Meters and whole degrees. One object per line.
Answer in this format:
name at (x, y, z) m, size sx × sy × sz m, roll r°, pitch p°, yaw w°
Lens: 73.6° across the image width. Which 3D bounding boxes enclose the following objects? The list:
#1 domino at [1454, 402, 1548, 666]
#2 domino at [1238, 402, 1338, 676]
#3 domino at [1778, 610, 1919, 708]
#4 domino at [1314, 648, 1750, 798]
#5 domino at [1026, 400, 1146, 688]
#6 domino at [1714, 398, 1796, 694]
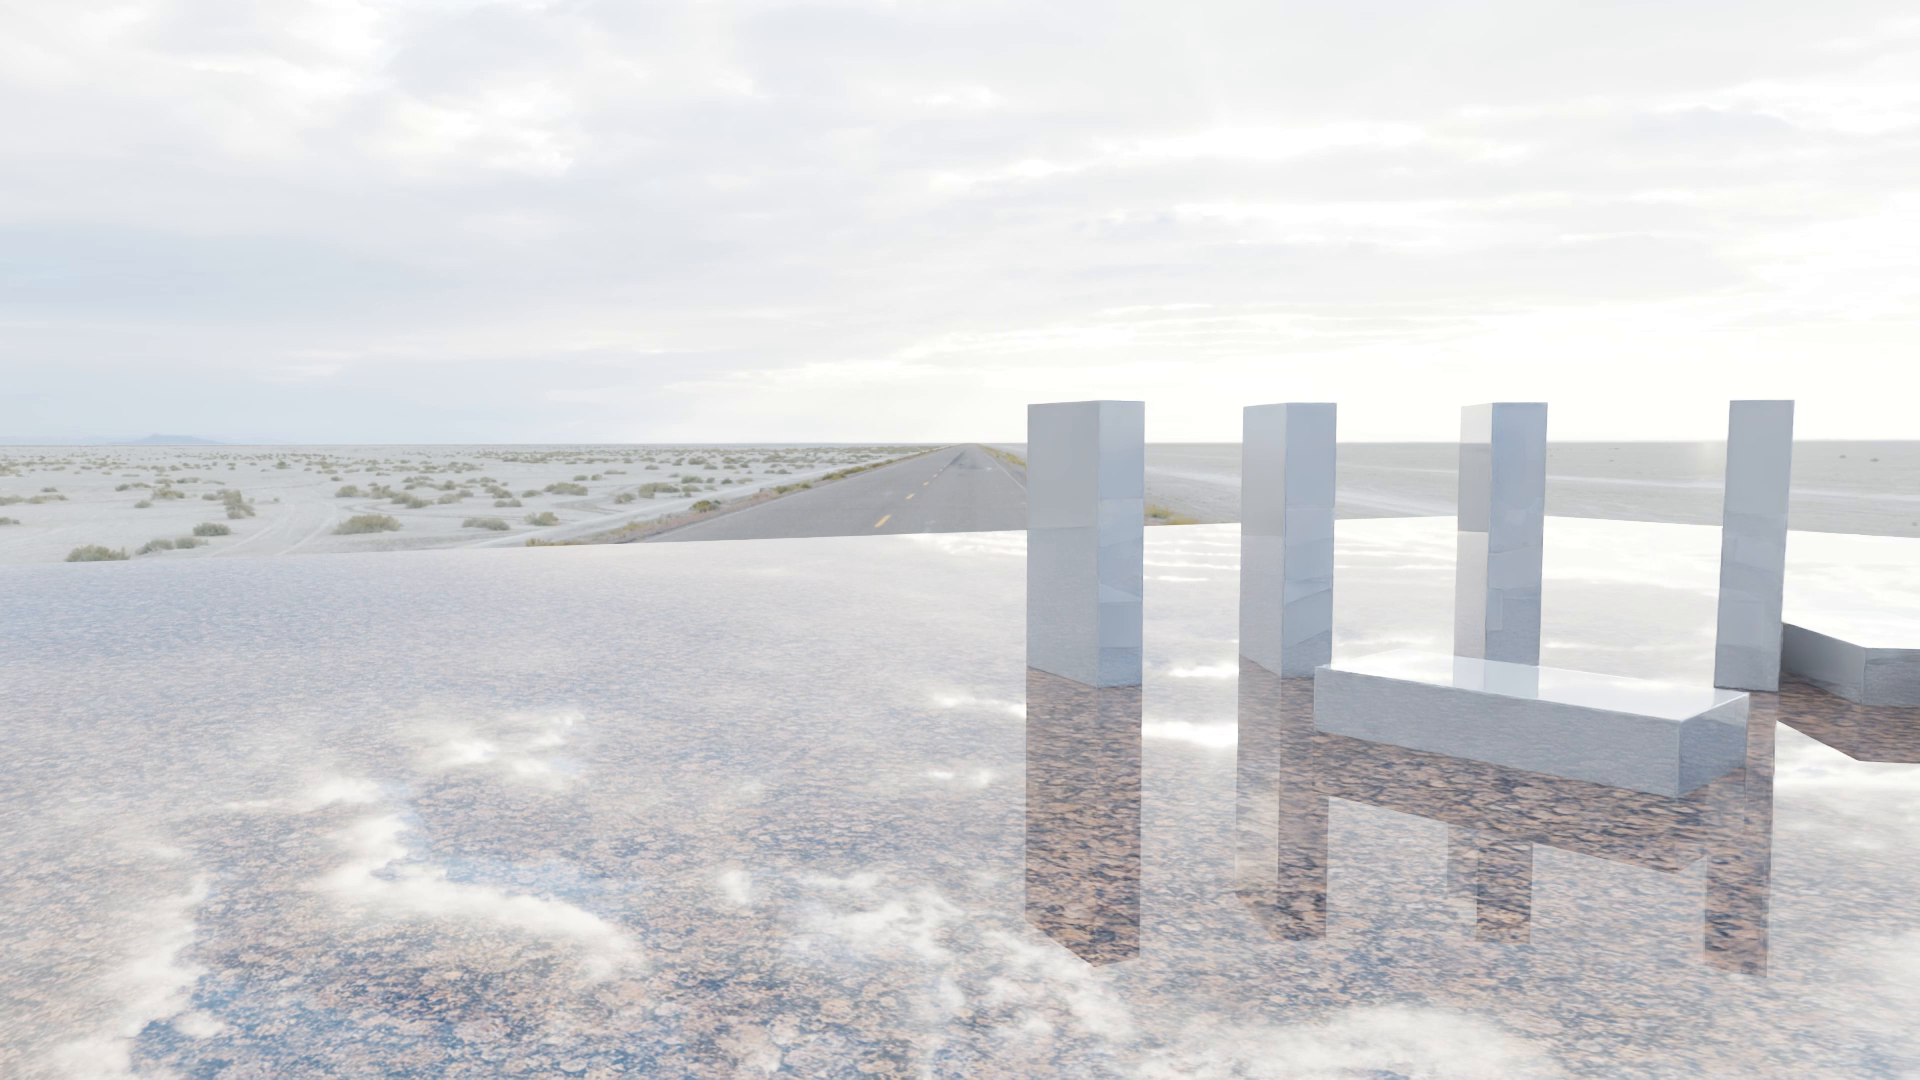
domino at (0.103, -0.001, 0.245) m, size 0.010 × 0.050 × 0.025 m, roll 1°, pitch 4°, yaw 9°
domino at (0.062, -0.001, 0.246) m, size 0.010 × 0.050 × 0.025 m, roll 0°, pitch 4°, yaw -6°
domino at (0.164, 0.021, 0.231) m, size 0.025 × 0.010 × 0.050 m, roll 1°, pitch 4°, yaw 12°
domino at (0.079, 0.024, 0.181) m, size 0.025 × 0.010 × 0.050 m, roll -4°, pitch 6°, yaw -42°
domino at (0.023, 0.000, 0.235) m, size 0.009 × 0.050 × 0.025 m, roll -2°, pitch 5°, yaw -27°
domino at (0.143, 0.000, 0.230) m, size 0.010 × 0.050 × 0.025 m, roll 3°, pitch 5°, yaw 33°
